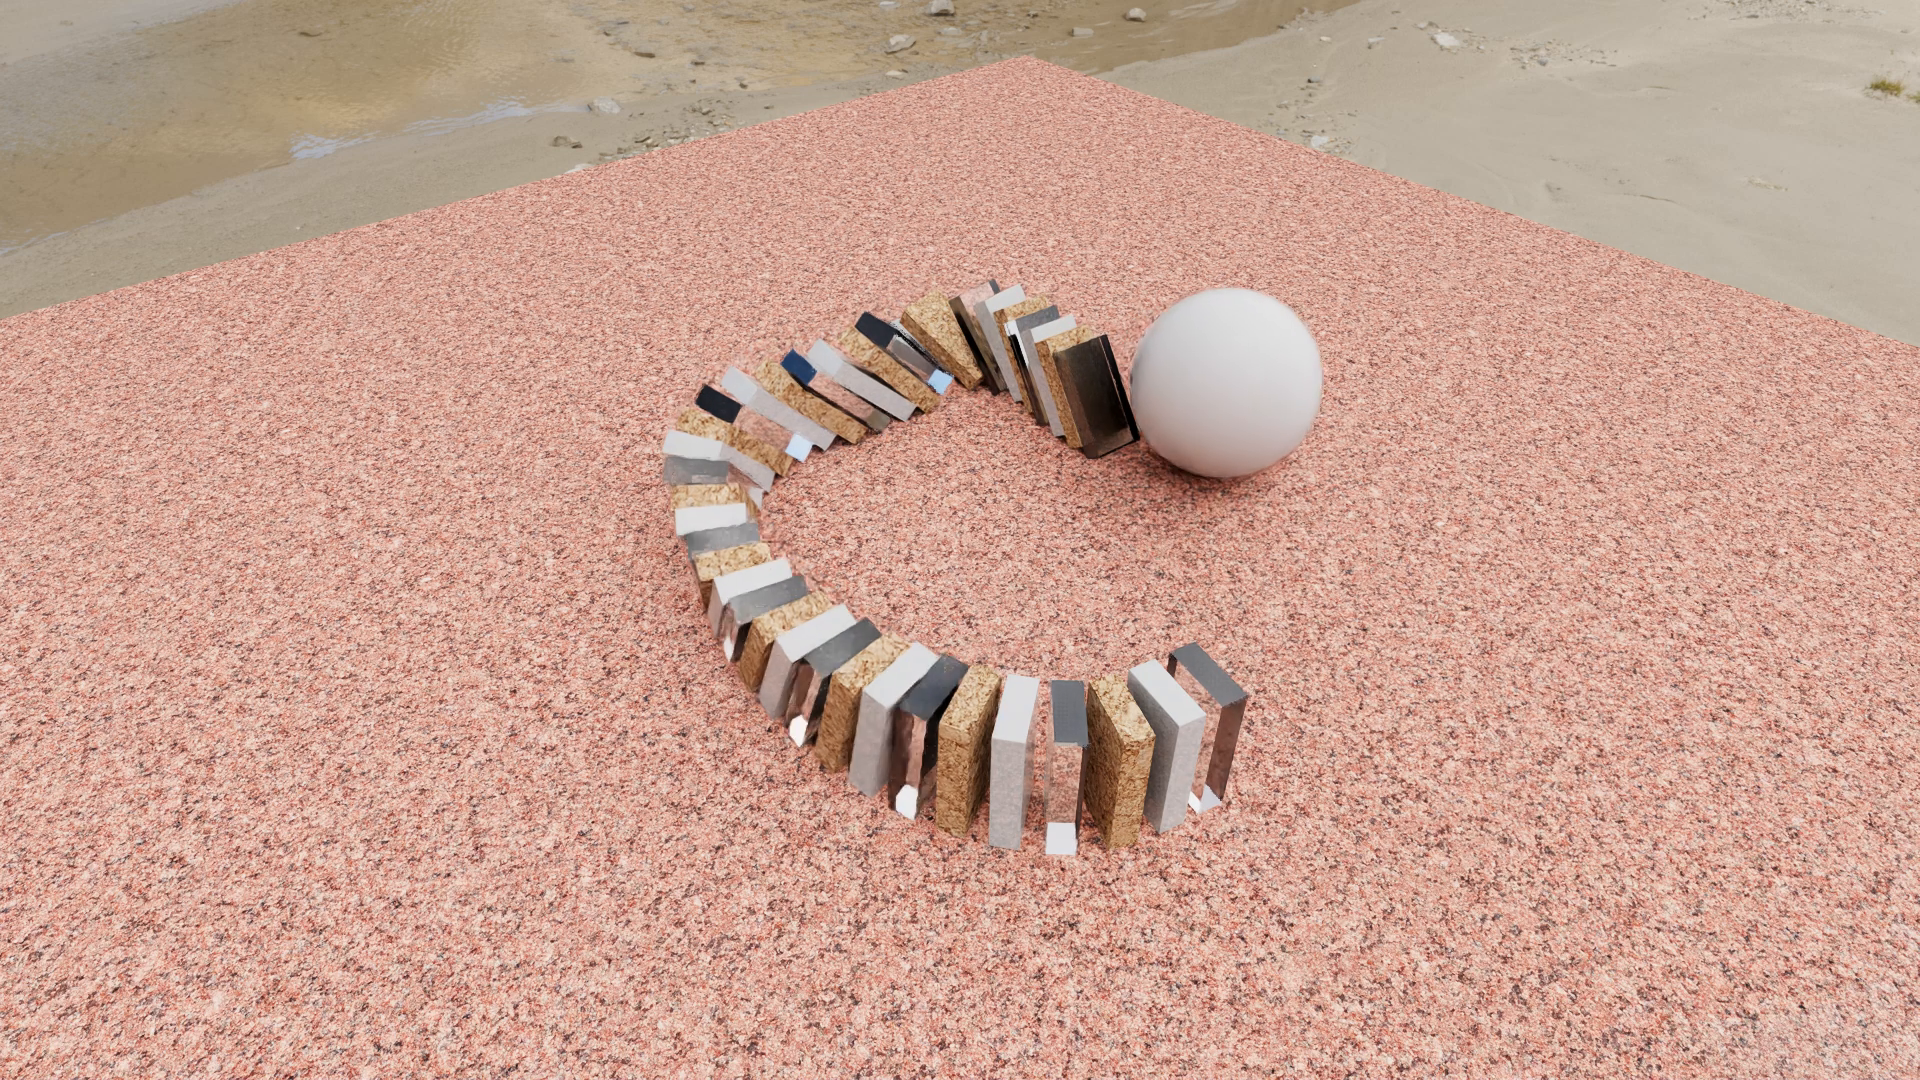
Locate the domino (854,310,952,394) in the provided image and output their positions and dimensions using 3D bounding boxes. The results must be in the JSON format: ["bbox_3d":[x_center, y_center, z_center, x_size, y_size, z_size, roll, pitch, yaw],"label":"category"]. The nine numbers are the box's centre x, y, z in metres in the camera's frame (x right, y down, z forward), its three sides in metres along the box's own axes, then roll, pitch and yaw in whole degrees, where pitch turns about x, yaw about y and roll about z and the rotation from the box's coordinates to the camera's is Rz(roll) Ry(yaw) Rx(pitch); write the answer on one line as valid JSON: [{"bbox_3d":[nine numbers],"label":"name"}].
[{"bbox_3d":[-0.027,-0.089,0.524,0.025,0.050,0.010,36,92,36],"label":"domino"}]

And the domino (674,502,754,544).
[{"bbox_3d":[-0.092,-0.003,0.421,0.025,0.050,0.009,-5,81,-7],"label":"domino"}]

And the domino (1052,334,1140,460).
[{"bbox_3d":[0.061,-0.064,0.492,0.025,0.050,0.009,-25,12,-27],"label":"domino"}]

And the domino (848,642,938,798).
[{"bbox_3d":[-0.021,0.057,0.342,0.009,0.050,0.025,34,49,19],"label":"domino"}]

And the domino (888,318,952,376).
[{"bbox_3d":[-0.017,-0.100,0.565,0.025,0.009,0.050,-29,47,-31],"label":"domino"}]

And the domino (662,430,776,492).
[{"bbox_3d":[-0.099,-0.032,0.456,0.025,0.050,0.010,14,84,17],"label":"domino"}]

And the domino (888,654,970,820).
[{"bbox_3d":[-0.010,0.061,0.337,0.009,0.050,0.025,25,45,18],"label":"domino"}]

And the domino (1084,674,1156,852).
[{"bbox_3d":[0.046,0.067,0.330,0.009,0.050,0.025,-12,41,-14],"label":"domino"}]

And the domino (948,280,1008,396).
[{"bbox_3d":[0.016,-0.099,0.536,0.025,0.050,0.010,-34,13,-34],"label":"domino"}]

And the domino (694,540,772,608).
[{"bbox_3d":[-0.082,0.013,0.399,0.025,0.050,0.010,-12,79,-14],"label":"domino"}]

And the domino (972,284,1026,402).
[{"bbox_3d":[0.028,-0.095,0.530,0.025,0.050,0.010,-34,16,-34],"label":"domino"}]

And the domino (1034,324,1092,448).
[{"bbox_3d":[0.054,-0.070,0.499,0.025,0.050,0.010,-25,12,-27],"label":"domino"}]

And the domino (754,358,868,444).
[{"bbox_3d":[-0.066,-0.062,0.493,0.010,0.050,0.025,-52,48,9],"label":"domino"}]

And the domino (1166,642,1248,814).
[{"bbox_3d":[0.073,0.059,0.340,0.010,0.050,0.025,-19,43,-21],"label":"domino"}]

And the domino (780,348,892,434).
[{"bbox_3d":[-0.056,-0.067,0.499,0.010,0.050,0.025,-52,48,9],"label":"domino"}]

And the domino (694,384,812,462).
[{"bbox_3d":[-0.089,-0.050,0.478,0.025,0.050,0.010,29,91,31],"label":"domino"}]

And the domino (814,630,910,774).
[{"bbox_3d":[-0.031,0.052,0.348,0.010,0.050,0.025,41,52,18],"label":"domino"}]

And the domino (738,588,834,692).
[{"bbox_3d":[-0.059,0.035,0.371,0.025,0.050,0.010,-23,74,-26],"label":"domino"}]

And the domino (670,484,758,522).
[{"bbox_3d":[-0.095,-0.012,0.432,0.025,0.050,0.009,-2,82,-3],"label":"domino"}]

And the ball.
[{"bbox_3d":[0.112,-0.066,0.469,0.080,0.080,0.080,0,39,0],"label":"ball"}]

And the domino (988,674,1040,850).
[{"bbox_3d":[0.016,0.067,0.330,0.010,0.050,0.025,8,40,10],"label":"domino"}]

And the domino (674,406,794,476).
[{"bbox_3d":[-0.095,-0.041,0.468,0.025,0.050,0.010,21,87,24],"label":"domino"}]

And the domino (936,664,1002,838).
[{"bbox_3d":[0.002,0.064,0.333,0.009,0.050,0.025,16,42,16],"label":"domino"}]

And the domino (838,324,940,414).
[{"bbox_3d":[-0.033,-0.079,0.513,0.009,0.050,0.025,-50,49,6],"label":"domino"}]

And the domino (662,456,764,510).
[{"bbox_3d":[-0.099,-0.022,0.444,0.025,0.050,0.009,5,81,6],"label":"domino"}]

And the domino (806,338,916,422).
[{"bbox_3d":[-0.045,-0.073,0.508,0.050,0.010,0.025,26,15,-47],"label":"domino"}]

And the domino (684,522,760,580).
[{"bbox_3d":[-0.087,0.005,0.410,0.025,0.050,0.009,-10,80,-12],"label":"domino"}]

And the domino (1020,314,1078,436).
[{"bbox_3d":[0.048,-0.076,0.506,0.025,0.050,0.009,-25,12,-27],"label":"domino"}]

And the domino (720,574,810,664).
[{"bbox_3d":[-0.068,0.028,0.380,0.025,0.050,0.010,-19,76,-22],"label":"domino"}]

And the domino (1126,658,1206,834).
[{"bbox_3d":[0.060,0.063,0.334,0.009,0.050,0.025,-18,43,-21],"label":"domino"}]

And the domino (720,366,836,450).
[{"bbox_3d":[-0.080,-0.058,0.488,0.025,0.050,0.009,40,98,40],"label":"domino"}]

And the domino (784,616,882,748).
[{"bbox_3d":[-0.041,0.047,0.355,0.025,0.050,0.009,-31,69,-32],"label":"domino"}]

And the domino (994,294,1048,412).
[{"bbox_3d":[0.036,-0.088,0.522,0.025,0.050,0.009,-25,12,-28],"label":"domino"}]

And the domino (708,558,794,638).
[{"bbox_3d":[-0.075,0.021,0.389,0.025,0.050,0.010,-17,78,-20],"label":"domino"}]

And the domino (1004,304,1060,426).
[{"bbox_3d":[0.041,-0.082,0.514,0.025,0.050,0.009,-25,12,-27],"label":"domino"}]

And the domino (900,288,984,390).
[{"bbox_3d":[-0.003,-0.100,0.546,0.050,0.010,0.025,44,57,6],"label":"domino"}]

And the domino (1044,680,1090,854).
[{"bbox_3d":[0.031,0.068,0.328,0.010,0.050,0.025,1,39,1],"label":"domino"}]

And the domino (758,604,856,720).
[{"bbox_3d":[-0.051,0.041,0.362,0.025,0.050,0.009,-26,71,-28],"label":"domino"}]
